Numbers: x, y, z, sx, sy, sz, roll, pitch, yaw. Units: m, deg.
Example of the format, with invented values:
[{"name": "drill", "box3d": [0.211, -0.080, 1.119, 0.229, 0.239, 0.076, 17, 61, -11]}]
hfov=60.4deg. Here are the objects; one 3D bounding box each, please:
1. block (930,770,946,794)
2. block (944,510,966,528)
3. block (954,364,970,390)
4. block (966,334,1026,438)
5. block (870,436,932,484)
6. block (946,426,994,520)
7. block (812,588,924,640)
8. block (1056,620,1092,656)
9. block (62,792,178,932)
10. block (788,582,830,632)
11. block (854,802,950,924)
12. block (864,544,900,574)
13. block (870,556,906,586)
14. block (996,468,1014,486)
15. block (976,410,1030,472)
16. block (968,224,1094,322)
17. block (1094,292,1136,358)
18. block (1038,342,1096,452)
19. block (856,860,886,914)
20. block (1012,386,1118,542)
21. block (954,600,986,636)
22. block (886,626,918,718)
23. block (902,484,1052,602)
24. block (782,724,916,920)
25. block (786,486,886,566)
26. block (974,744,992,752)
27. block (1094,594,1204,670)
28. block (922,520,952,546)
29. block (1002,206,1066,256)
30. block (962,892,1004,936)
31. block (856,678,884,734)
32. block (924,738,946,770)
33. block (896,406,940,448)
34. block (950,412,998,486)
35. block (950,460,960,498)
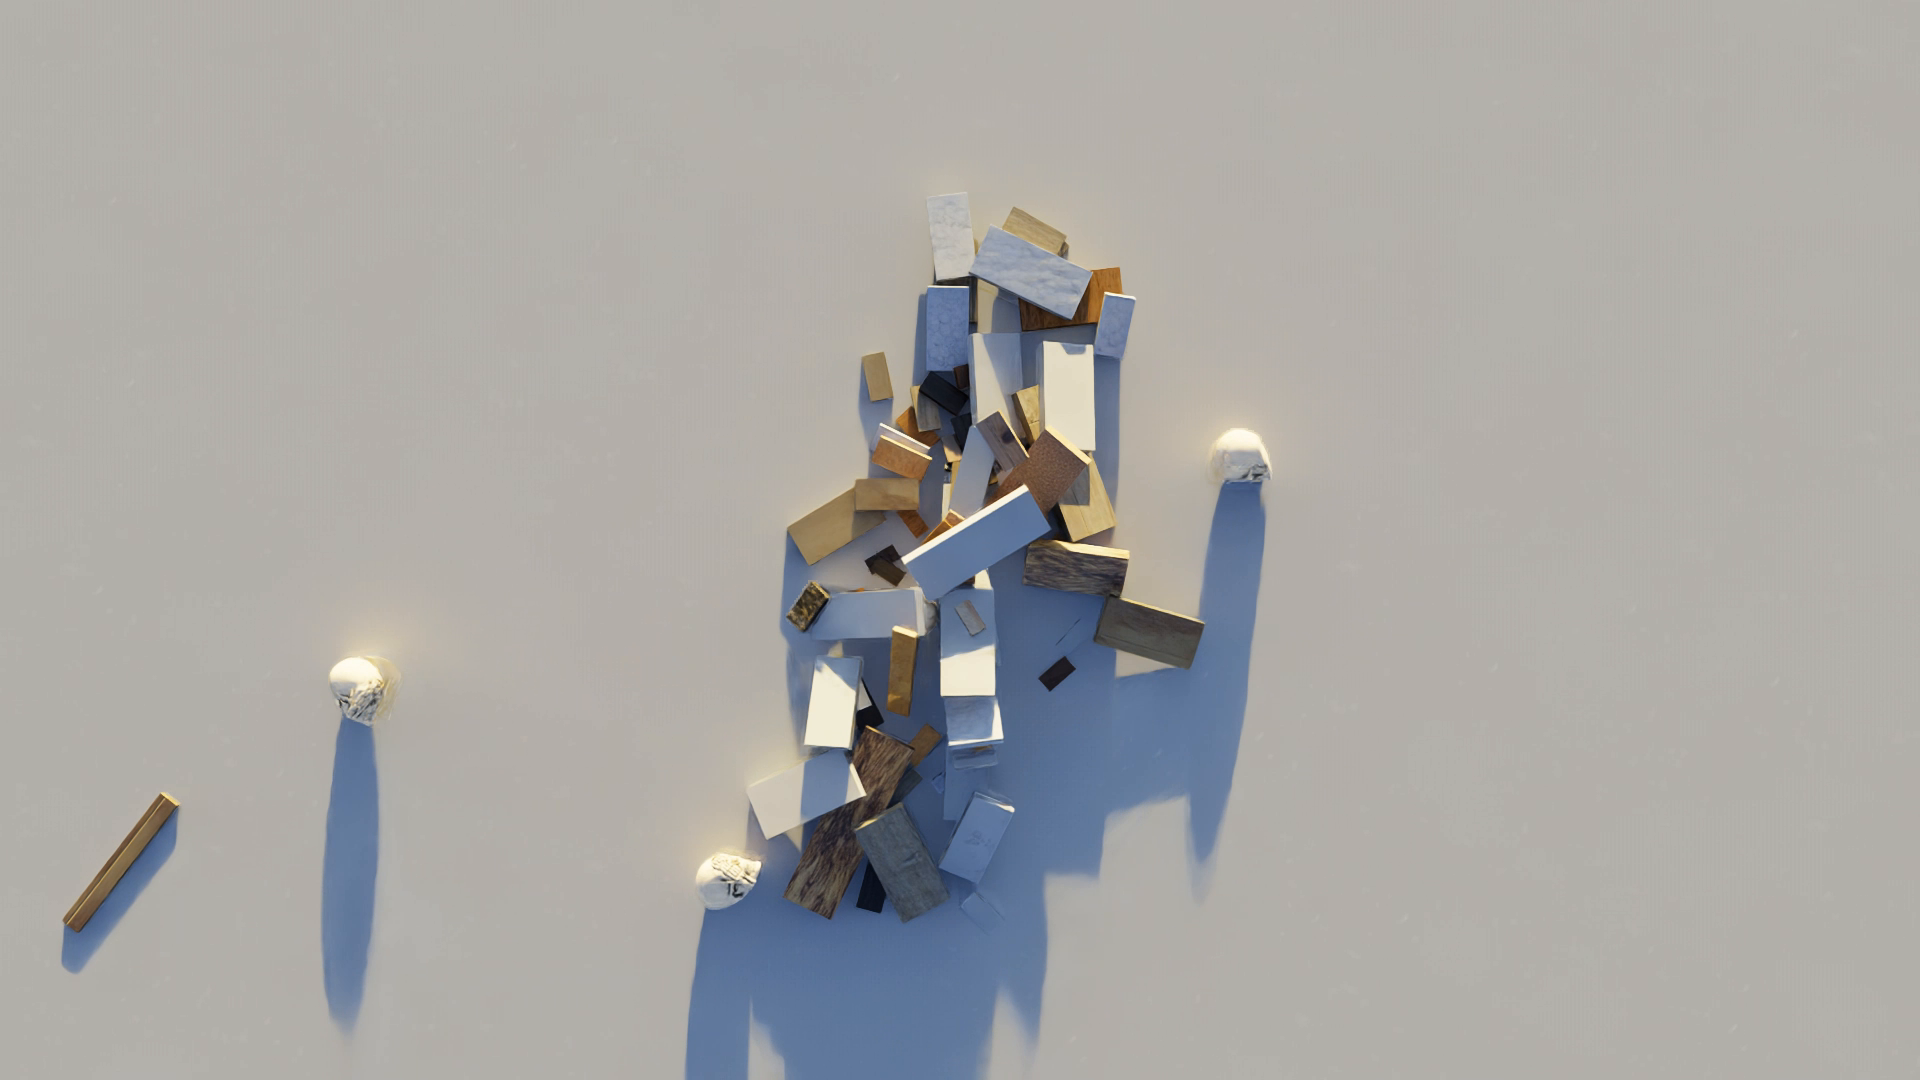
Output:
[{"name": "block", "box3d": [-0.040, 0.794, 5.493, 0.104, 0.015, 0.052, -35, 90, 0]}, {"name": "block", "box3d": [-0.046, 0.016, 5.365, 0.104, 0.029, 0.208, 33, 102, -5]}, {"name": "block", "box3d": [0.054, -0.552, 5.459, 0.146, 0.021, 0.073, -17, 99, -21]}, {"name": "block", "box3d": [0.120, -0.508, 5.443, 0.171, 0.048, 0.342, -4, 90, -24]}, {"name": "block", "box3d": [-0.194, -0.266, 5.457, 0.181, 0.026, 0.090, 25, 109, 1]}, {"name": "block", "box3d": [0.033, -0.171, 5.371, 0.104, 0.029, 0.390, 15, 97, -1]}, {"name": "block", "box3d": [-0.306, 0.244, 5.381, 0.410, 0.042, 0.149, -4, 90, 30]}, {"name": "block", "box3d": [0.382, 0.326, 5.492, 0.058, 0.016, 0.115, 43, 90, 0]}, {"name": "block", "box3d": [-2.795, 1.074, 5.490, 0.068, 0.019, 0.537, 38, 90, 0]}, {"name": "block", "box3d": [-0.502, 0.224, 5.451, 0.077, 0.022, 0.155, 44, 111, 20]}, {"name": "block", "box3d": [-0.191, 1.065, 5.437, 0.179, 0.051, 0.358, -27, 100, -5]}, {"name": "block", "box3d": [-0.258, 0.065, 5.492, 0.109, 0.015, 0.054, -30, 90, 0]}, {"name": "block", "box3d": [-0.241, 0.103, 5.480, 0.110, 0.016, 0.055, 34, 95, -11]}, {"name": "block", "box3d": [0.185, -0.169, 5.468, 0.075, 0.021, 0.149, -36, 90, 0]}, {"name": "block", "box3d": [0.137, -0.320, 5.314, 0.090, 0.026, 0.181, -31, 95, 18]}, {"name": "block", "box3d": [0.231, -0.876, 5.411, 0.371, 0.048, 0.171, 25, 88, -4]}, {"name": "block", "box3d": [0.508, -0.709, 5.444, 0.101, 0.029, 0.202, 8, 112, -6]}, {"name": "block", "box3d": [0.350, -0.469, 5.421, 0.176, 0.050, 0.353, 2, 82, -19]}, {"name": "block", "box3d": [-0.282, 1.147, 5.488, 0.086, 0.024, 0.171, 15, 90, 0]}, {"name": "block", "box3d": [0.346, -0.264, 5.445, 0.176, 0.050, 0.523, -21, 90, -21]}, {"name": "block", "box3d": [0.033, 0.251, 5.347, 0.055, 0.016, 0.110, -31, 76, -6]}, {"name": "block", "box3d": [-0.189, 0.431, 5.370, 0.077, 0.022, 0.359, 18, 130, 14]}, {"name": "block", "box3d": [0.054, 0.012, 5.329, 0.463, 0.047, 0.165, -31, 115, 0]}, {"name": "block", "box3d": [-0.368, 0.935, 5.462, 0.179, 0.051, 0.627, 26, 92, -1]}, {"name": "block", "box3d": [-0.410, -0.054, 5.479, 0.298, 0.042, 0.149, -31, 90, 0]}, {"name": "block", "box3d": [0.045, 0.599, 5.395, 0.058, 0.016, 0.188, -20, 66, -6]}, {"name": "block", "box3d": [0.626, 0.304, 5.454, 0.329, 0.047, 0.165, 16, 100, -3]}, {"name": "block", "box3d": [-0.068, -0.008, 5.338, 0.054, 0.015, 0.109, 42, 101, -7]}, {"name": "block", "box3d": [0.241, -1.009, 5.457, 0.203, 0.029, 0.101, 29, 89, 0]}, {"name": "block", "box3d": [0.076, 1.245, 5.490, 0.135, 0.019, 0.068, 43, 90, 0]}, {"name": "block", "box3d": [-0.329, 0.550, 5.488, 0.086, 0.024, 0.171, -27, 90, 0]}, {"name": "block", "box3d": [-0.062, 0.710, 5.493, 0.052, 0.015, 0.104, 44, 90, 0]}, {"name": "block", "box3d": [-0.141, -0.368, 5.490, 0.073, 0.021, 0.146, -41, 90, 0]}, {"name": "block", "box3d": [0.048, -0.296, 5.460, 0.076, 0.022, 0.253, -19, 79, -8]}, {"name": "block", "box3d": [0.008, -0.180, 5.411, 0.076, 0.022, 0.153, 5, 86, 1]}]
